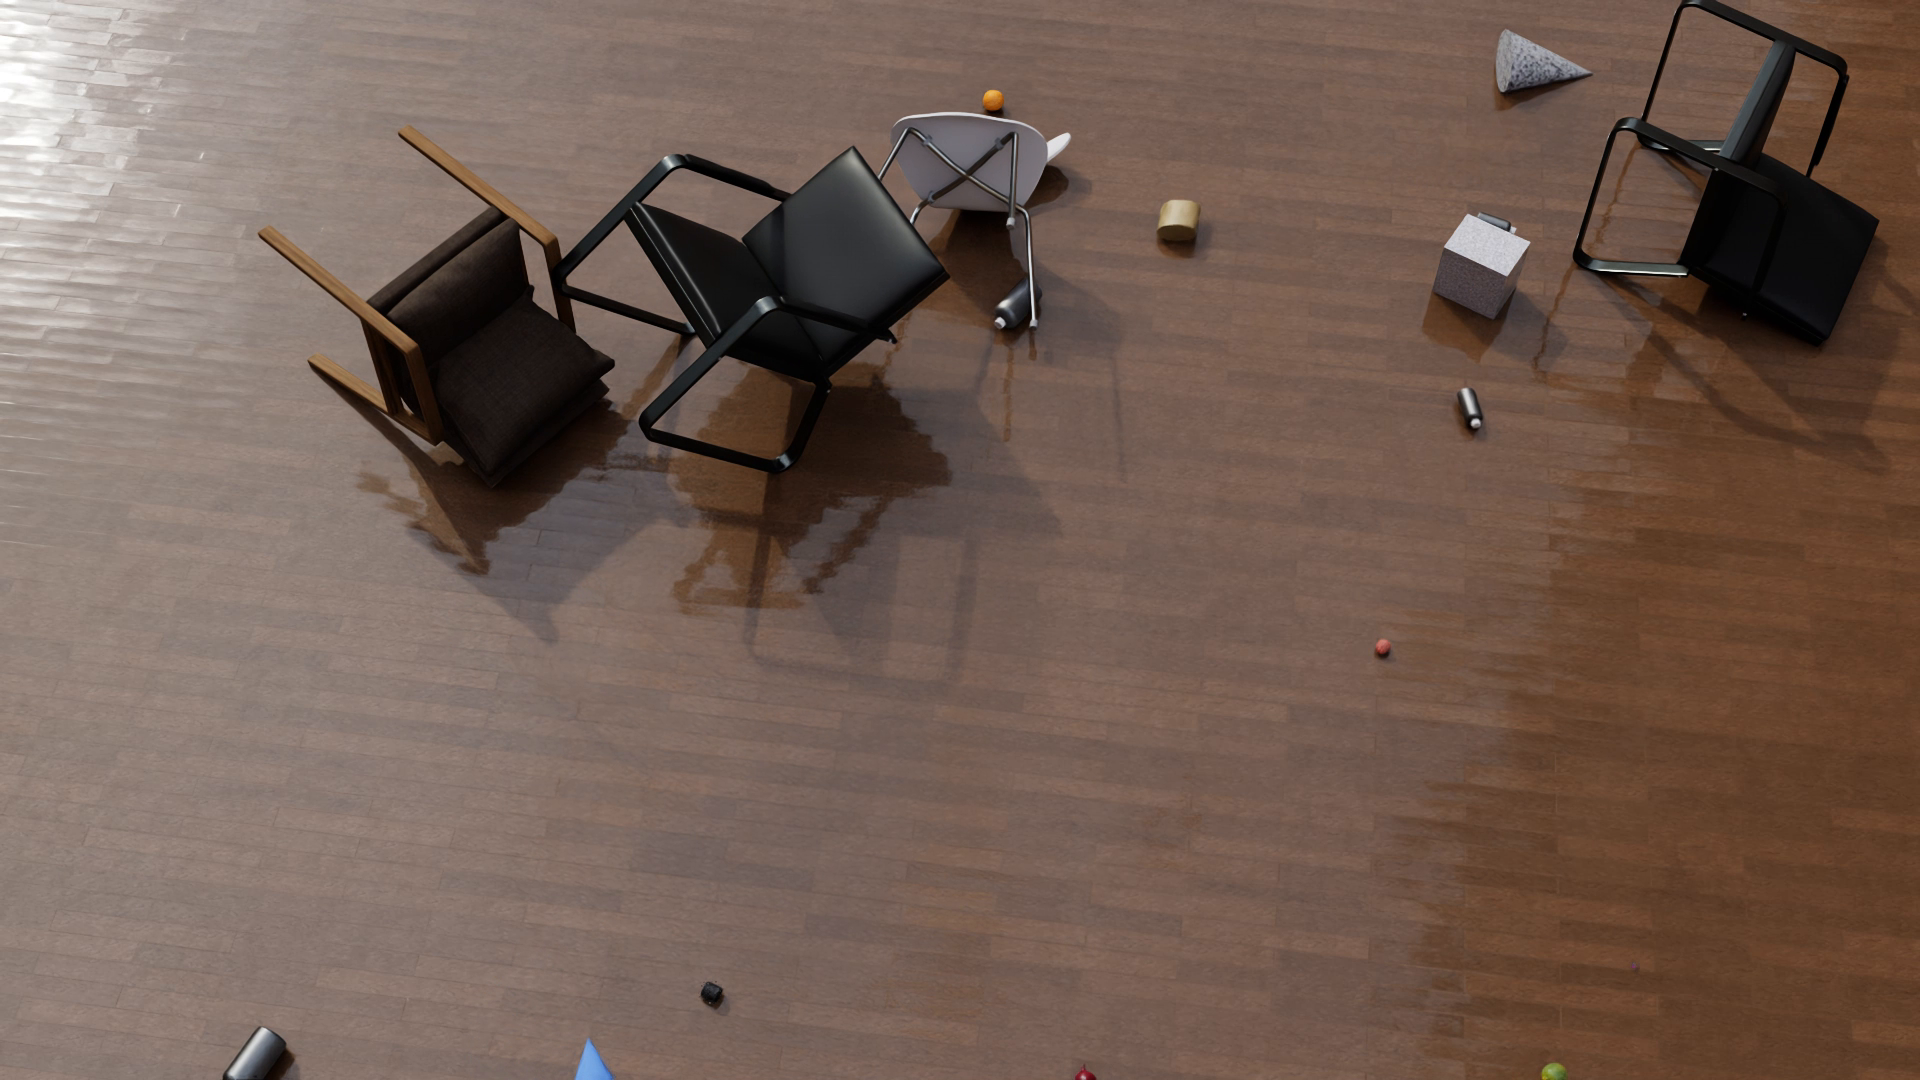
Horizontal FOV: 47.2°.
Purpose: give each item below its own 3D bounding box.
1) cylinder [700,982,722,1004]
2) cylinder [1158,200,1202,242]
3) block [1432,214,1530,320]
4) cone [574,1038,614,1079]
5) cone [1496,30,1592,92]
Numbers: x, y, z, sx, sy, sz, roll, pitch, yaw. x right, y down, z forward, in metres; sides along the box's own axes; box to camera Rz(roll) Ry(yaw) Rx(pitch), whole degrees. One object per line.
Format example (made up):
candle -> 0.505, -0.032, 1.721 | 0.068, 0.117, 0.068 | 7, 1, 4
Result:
cylinder -> -0.650, 1.183, 5.754 | 0.040, 0.043, 0.044 | 23, 76, 15
cylinder -> 0.721, -1.051, 7.231 | 0.131, 0.077, 0.114 | 2, 55, 17
block -> 1.665, -0.873, 7.031 | 0.219, 0.213, 0.168 | 29, 61, 18
cone -> -0.935, 1.379, 5.601 | 0.198, 0.165, 0.284 | -5, 40, -12
cone -> 2.047, -1.640, 7.633 | 0.339, 0.127, 0.233 | 6, 74, -10
